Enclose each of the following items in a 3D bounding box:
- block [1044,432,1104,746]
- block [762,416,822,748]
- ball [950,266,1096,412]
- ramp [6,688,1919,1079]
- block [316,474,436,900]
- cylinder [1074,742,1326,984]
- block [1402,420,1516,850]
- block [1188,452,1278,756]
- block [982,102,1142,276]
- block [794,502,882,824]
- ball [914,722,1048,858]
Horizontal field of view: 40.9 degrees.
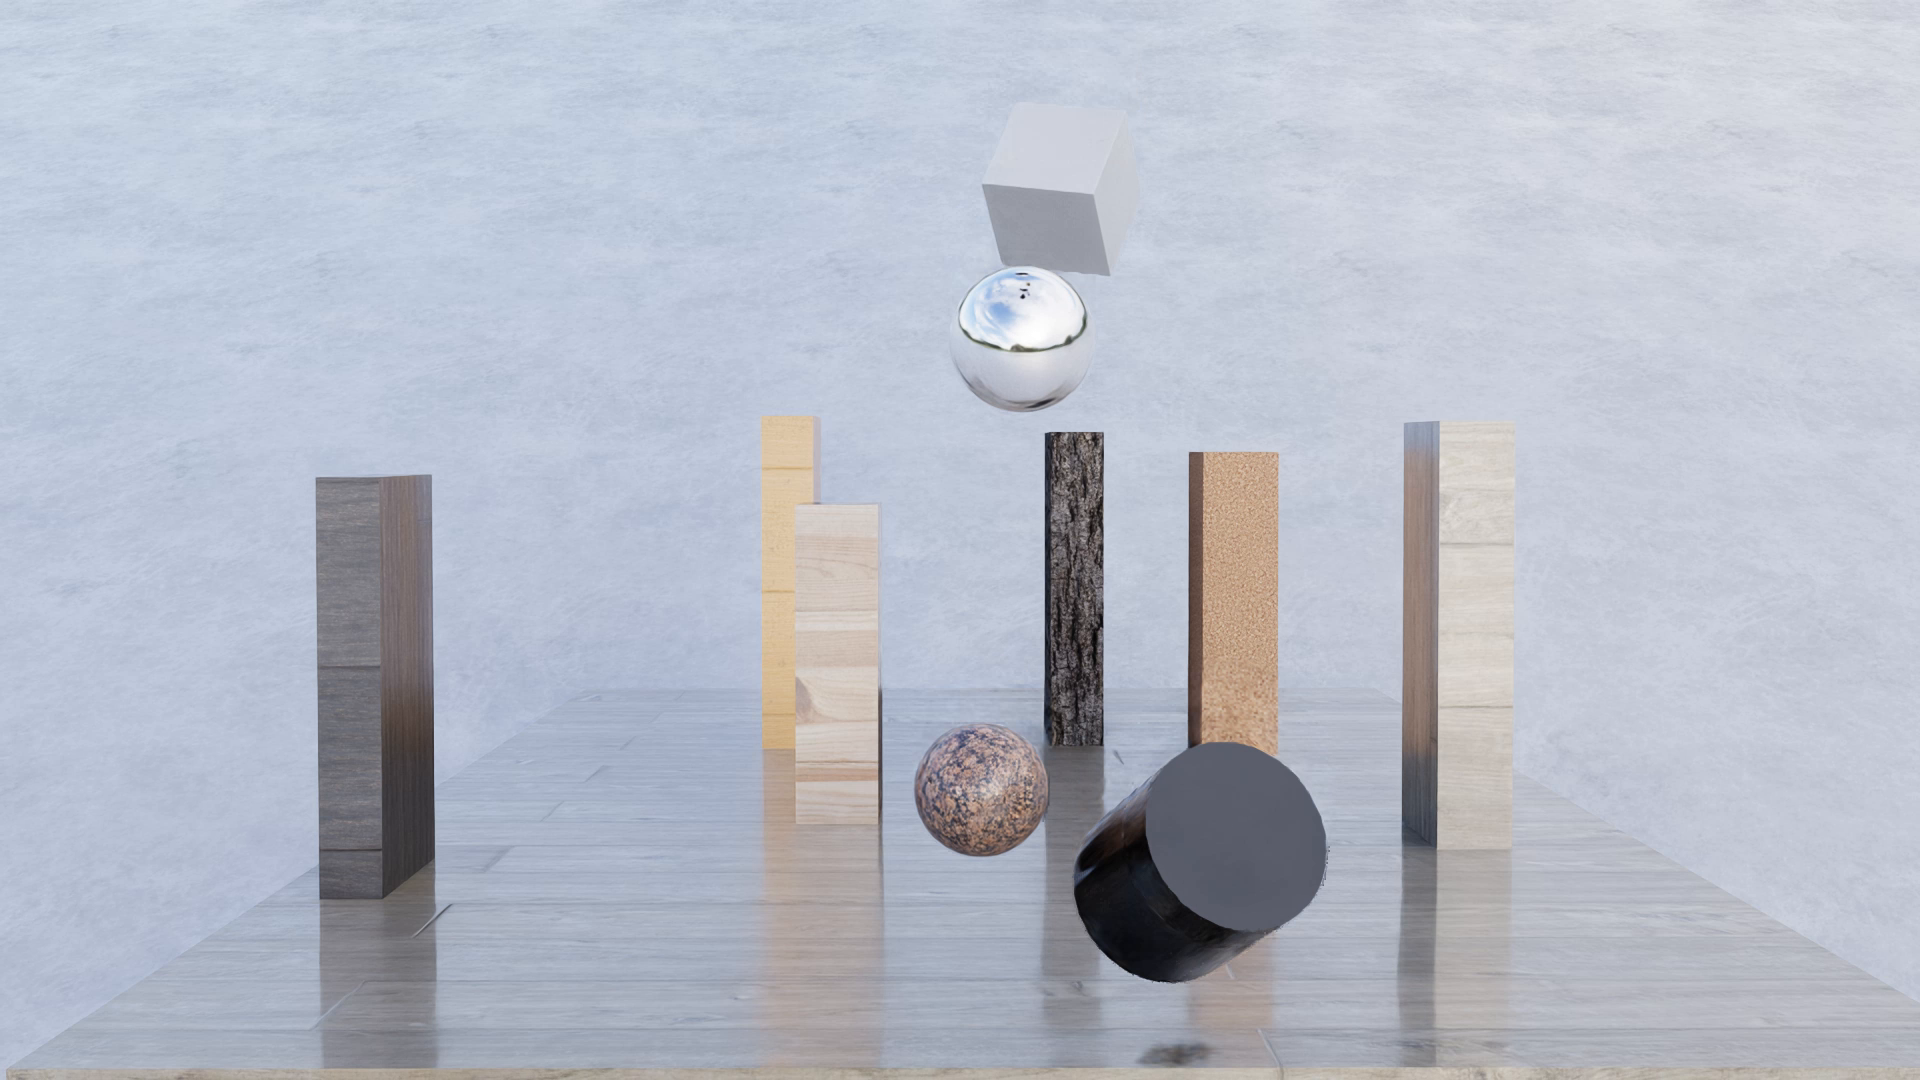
[{"bbox_3d":[0.239,0.094,5.448,0.108,0.643,0.372,0,2,0],"label":"block"},{"bbox_3d":[-0.350,0.081,5.376,0.105,0.676,0.301,0,2,0],"label":"block"},{"bbox_3d":[0.054,-0.173,2.217,0.126,0.126,0.126,0,24,0],"label":"ball"},{"bbox_3d":[0.055,0.499,4.546,2.000,0.100,4.000,0,2,0],"label":"ramp"},{"bbox_3d":[-0.827,0.195,3.661,0.086,0.573,0.352,0,2,0],"label":"block"},{"bbox_3d":[0.252,0.344,2.735,0.204,0.204,0.204,8,63,-17],"label":"cylinder"},{"bbox_3d":[0.783,0.140,4.068,0.114,0.652,0.314,0,2,0],"label":"block"},{"bbox_3d":[0.555,0.121,5.260,0.149,0.602,0.319,0,2,0],"label":"block"},{"bbox_3d":[0.104,-0.353,2.591,0.116,0.116,0.116,8,55,20],"label":"block"},{"bbox_3d":[-0.200,0.198,4.309,0.134,0.519,0.257,0,2,0],"label":"block"},{"bbox_3d":[0.024,0.280,2.897,0.152,0.152,0.152,0,24,0],"label":"ball"}]
